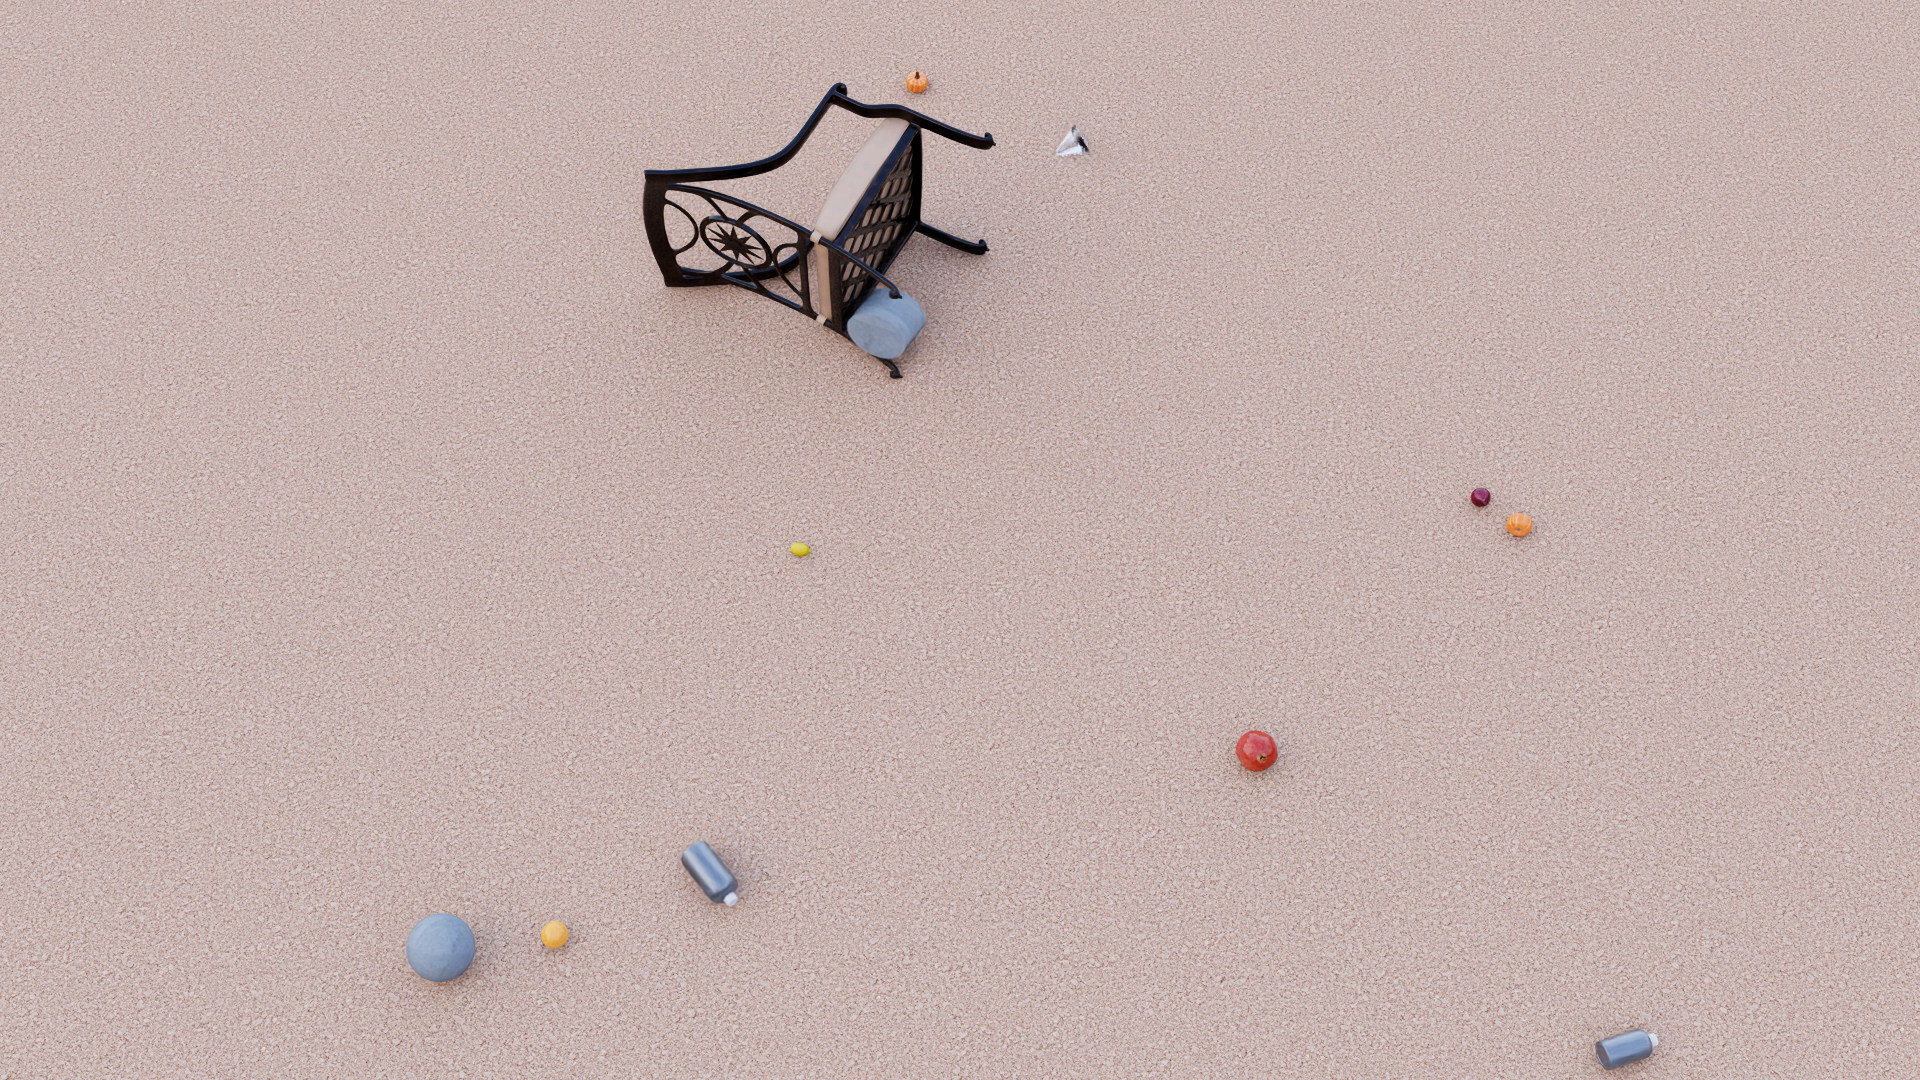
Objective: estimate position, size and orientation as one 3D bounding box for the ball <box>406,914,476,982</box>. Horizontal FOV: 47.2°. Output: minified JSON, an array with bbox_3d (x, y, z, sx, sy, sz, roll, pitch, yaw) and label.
[{"bbox_3d":[-1.358,1.066,5.752,0.178,0.178,0.178,0,56,0],"label":"ball"}]

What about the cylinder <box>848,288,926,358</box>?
[{"bbox_3d":[-0.231,-0.682,6.918,0.201,0.151,0.161,25,44,9],"label":"cylinder"}]
